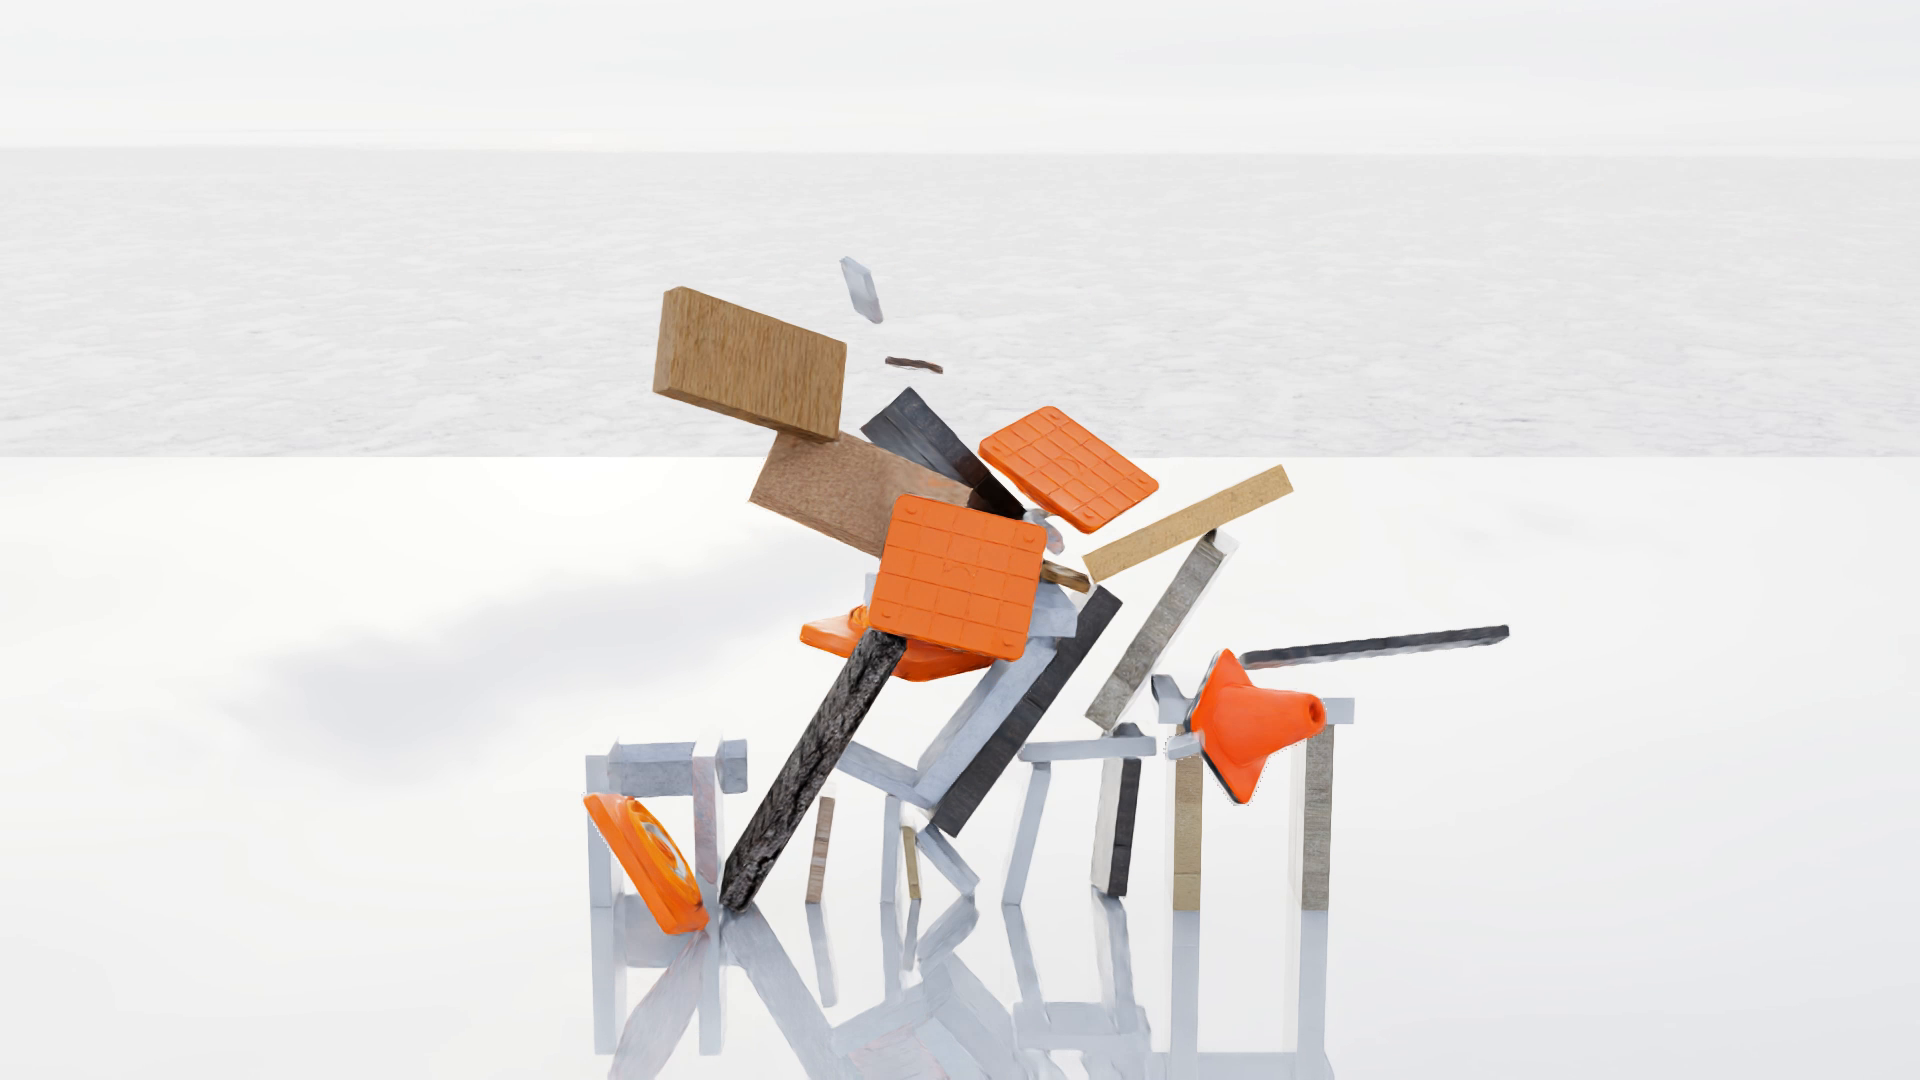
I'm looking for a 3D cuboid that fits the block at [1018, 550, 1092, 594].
[{"bbox_3d":[0.154,0.053,3.593,0.120,0.017,0.060,20,14,-6],"label":"block"}]

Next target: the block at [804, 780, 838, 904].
[{"bbox_3d":[-0.230,0.500,3.651,0.026,0.182,0.091,8,10,-3],"label":"block"}]

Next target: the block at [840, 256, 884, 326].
[{"bbox_3d":[-0.167,-0.426,3.754,0.017,0.120,0.060,-41,54,-19],"label":"block"}]

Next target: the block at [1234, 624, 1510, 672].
[{"bbox_3d":[0.672,0.176,3.581,0.444,0.019,0.068,-5,-14,-8],"label":"block"}]

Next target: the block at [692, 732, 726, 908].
[{"bbox_3d":[-0.416,0.462,3.642,0.037,0.258,0.129,0,12,-1],"label":"block"}]

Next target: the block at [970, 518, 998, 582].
[{"bbox_3d":[0.040,0.017,3.588,0.014,0.097,0.049,26,-40,-30],"label":"block"}]

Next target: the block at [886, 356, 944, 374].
[{"bbox_3d":[-0.085,-0.325,4.092,0.097,0.014,0.049,10,-3,31],"label":"block"}]

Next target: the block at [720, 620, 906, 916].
[{"bbox_3d":[-0.239,0.356,3.576,0.045,0.528,0.160,29,13,-10],"label":"block"}]

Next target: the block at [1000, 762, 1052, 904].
[{"bbox_3d":[0.109,0.476,3.652,0.032,0.229,0.114,12,10,-2],"label":"block"}]

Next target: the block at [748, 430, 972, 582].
[{"bbox_3d":[-0.159,-0.073,3.532,0.323,0.162,0.046,24,-27,-5],"label":"block"}]

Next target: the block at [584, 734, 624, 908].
[{"bbox_3d":[-0.589,0.463,3.645,0.037,0.258,0.129,0,11,0],"label":"block"}]

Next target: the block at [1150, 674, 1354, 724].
[{"bbox_3d":[0.476,0.260,3.605,0.314,0.044,0.157,0,11,0],"label":"block"}]

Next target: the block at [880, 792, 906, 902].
[{"bbox_3d":[-0.111,0.498,3.656,0.026,0.182,0.091,4,12,4],"label":"block"}]

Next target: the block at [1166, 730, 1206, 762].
[{"bbox_3d":[0.314,0.285,3.053,0.049,0.014,0.097,-18,2,10],"label":"block"}]

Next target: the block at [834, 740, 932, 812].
[{"bbox_3d":[-0.128,0.381,3.617,0.182,0.026,0.091,26,13,-10],"label":"block"}]

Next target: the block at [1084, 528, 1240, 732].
[{"bbox_3d":[0.339,0.147,3.669,0.050,0.355,0.178,34,14,9],"label":"block"}]

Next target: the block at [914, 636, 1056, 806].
[{"bbox_3d":[0.041,0.275,3.598,0.045,0.320,0.160,37,11,-6],"label":"block"}]

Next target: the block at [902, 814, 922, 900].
[{"bbox_3d":[-0.079,0.526,3.660,0.018,0.127,0.063,-5,10,4],"label":"block"}]

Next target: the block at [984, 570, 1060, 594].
[{"bbox_3d":[0.100,0.067,3.598,0.120,0.017,0.060,5,15,-3],"label":"block"}]

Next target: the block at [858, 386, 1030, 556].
[{"bbox_3d":[-0.020,-0.110,3.784,0.046,0.323,0.162,-47,7,-26],"label":"block"}]

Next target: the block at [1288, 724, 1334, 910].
[{"bbox_3d":[0.579,0.436,3.638,0.044,0.314,0.157,0,11,0],"label":"block"}]

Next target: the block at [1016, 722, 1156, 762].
[{"bbox_3d":[0.206,0.336,3.662,0.229,0.032,0.114,-3,8,-3],"label":"block"}]

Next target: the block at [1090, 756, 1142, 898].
[{"bbox_3d":[0.259,0.468,3.666,0.032,0.229,0.114,6,4,-12],"label":"block"}]

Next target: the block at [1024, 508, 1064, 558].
[{"bbox_3d":[0.138,-0.013,3.642,0.068,0.019,0.136,38,9,-7],"label":"block"}]

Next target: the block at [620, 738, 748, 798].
[{"bbox_3d":[-0.503,0.403,3.863,0.258,0.129,0.037,-2,55,-6],"label":"block"}]

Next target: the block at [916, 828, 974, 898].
[{"bbox_3d":[-0.024,0.537,3.662,0.018,0.127,0.063,-41,7,10],"label":"block"}]

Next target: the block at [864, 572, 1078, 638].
[{"bbox_3d":[0.015,0.105,3.547,0.320,0.045,0.160,3,15,-11],"label":"block"}]

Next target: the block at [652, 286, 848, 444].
[{"bbox_3d":[-0.322,-0.269,3.420,0.323,0.162,0.046,16,-18,-39],"label":"block"}]

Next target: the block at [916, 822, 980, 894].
[{"bbox_3d":[-0.019,0.524,3.626,0.018,0.127,0.063,-41,-4,11],"label":"block"}]

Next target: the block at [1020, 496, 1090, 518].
[{"bbox_3d":[0.153,-0.056,3.817,0.136,0.019,0.068,-9,11,-37],"label":"block"}]

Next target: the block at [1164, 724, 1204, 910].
[{"bbox_3d":[0.370,0.436,3.638,0.044,0.314,0.157,0,11,0],"label":"block"}]

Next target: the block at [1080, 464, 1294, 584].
[{"bbox_3d":[0.371,-0.026,3.640,0.356,0.050,0.178,-25,-1,2],"label":"block"}]

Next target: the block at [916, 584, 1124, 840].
[{"bbox_3d":[0.096,0.278,3.642,0.050,0.472,0.178,37,-6,-7],"label":"block"}]
